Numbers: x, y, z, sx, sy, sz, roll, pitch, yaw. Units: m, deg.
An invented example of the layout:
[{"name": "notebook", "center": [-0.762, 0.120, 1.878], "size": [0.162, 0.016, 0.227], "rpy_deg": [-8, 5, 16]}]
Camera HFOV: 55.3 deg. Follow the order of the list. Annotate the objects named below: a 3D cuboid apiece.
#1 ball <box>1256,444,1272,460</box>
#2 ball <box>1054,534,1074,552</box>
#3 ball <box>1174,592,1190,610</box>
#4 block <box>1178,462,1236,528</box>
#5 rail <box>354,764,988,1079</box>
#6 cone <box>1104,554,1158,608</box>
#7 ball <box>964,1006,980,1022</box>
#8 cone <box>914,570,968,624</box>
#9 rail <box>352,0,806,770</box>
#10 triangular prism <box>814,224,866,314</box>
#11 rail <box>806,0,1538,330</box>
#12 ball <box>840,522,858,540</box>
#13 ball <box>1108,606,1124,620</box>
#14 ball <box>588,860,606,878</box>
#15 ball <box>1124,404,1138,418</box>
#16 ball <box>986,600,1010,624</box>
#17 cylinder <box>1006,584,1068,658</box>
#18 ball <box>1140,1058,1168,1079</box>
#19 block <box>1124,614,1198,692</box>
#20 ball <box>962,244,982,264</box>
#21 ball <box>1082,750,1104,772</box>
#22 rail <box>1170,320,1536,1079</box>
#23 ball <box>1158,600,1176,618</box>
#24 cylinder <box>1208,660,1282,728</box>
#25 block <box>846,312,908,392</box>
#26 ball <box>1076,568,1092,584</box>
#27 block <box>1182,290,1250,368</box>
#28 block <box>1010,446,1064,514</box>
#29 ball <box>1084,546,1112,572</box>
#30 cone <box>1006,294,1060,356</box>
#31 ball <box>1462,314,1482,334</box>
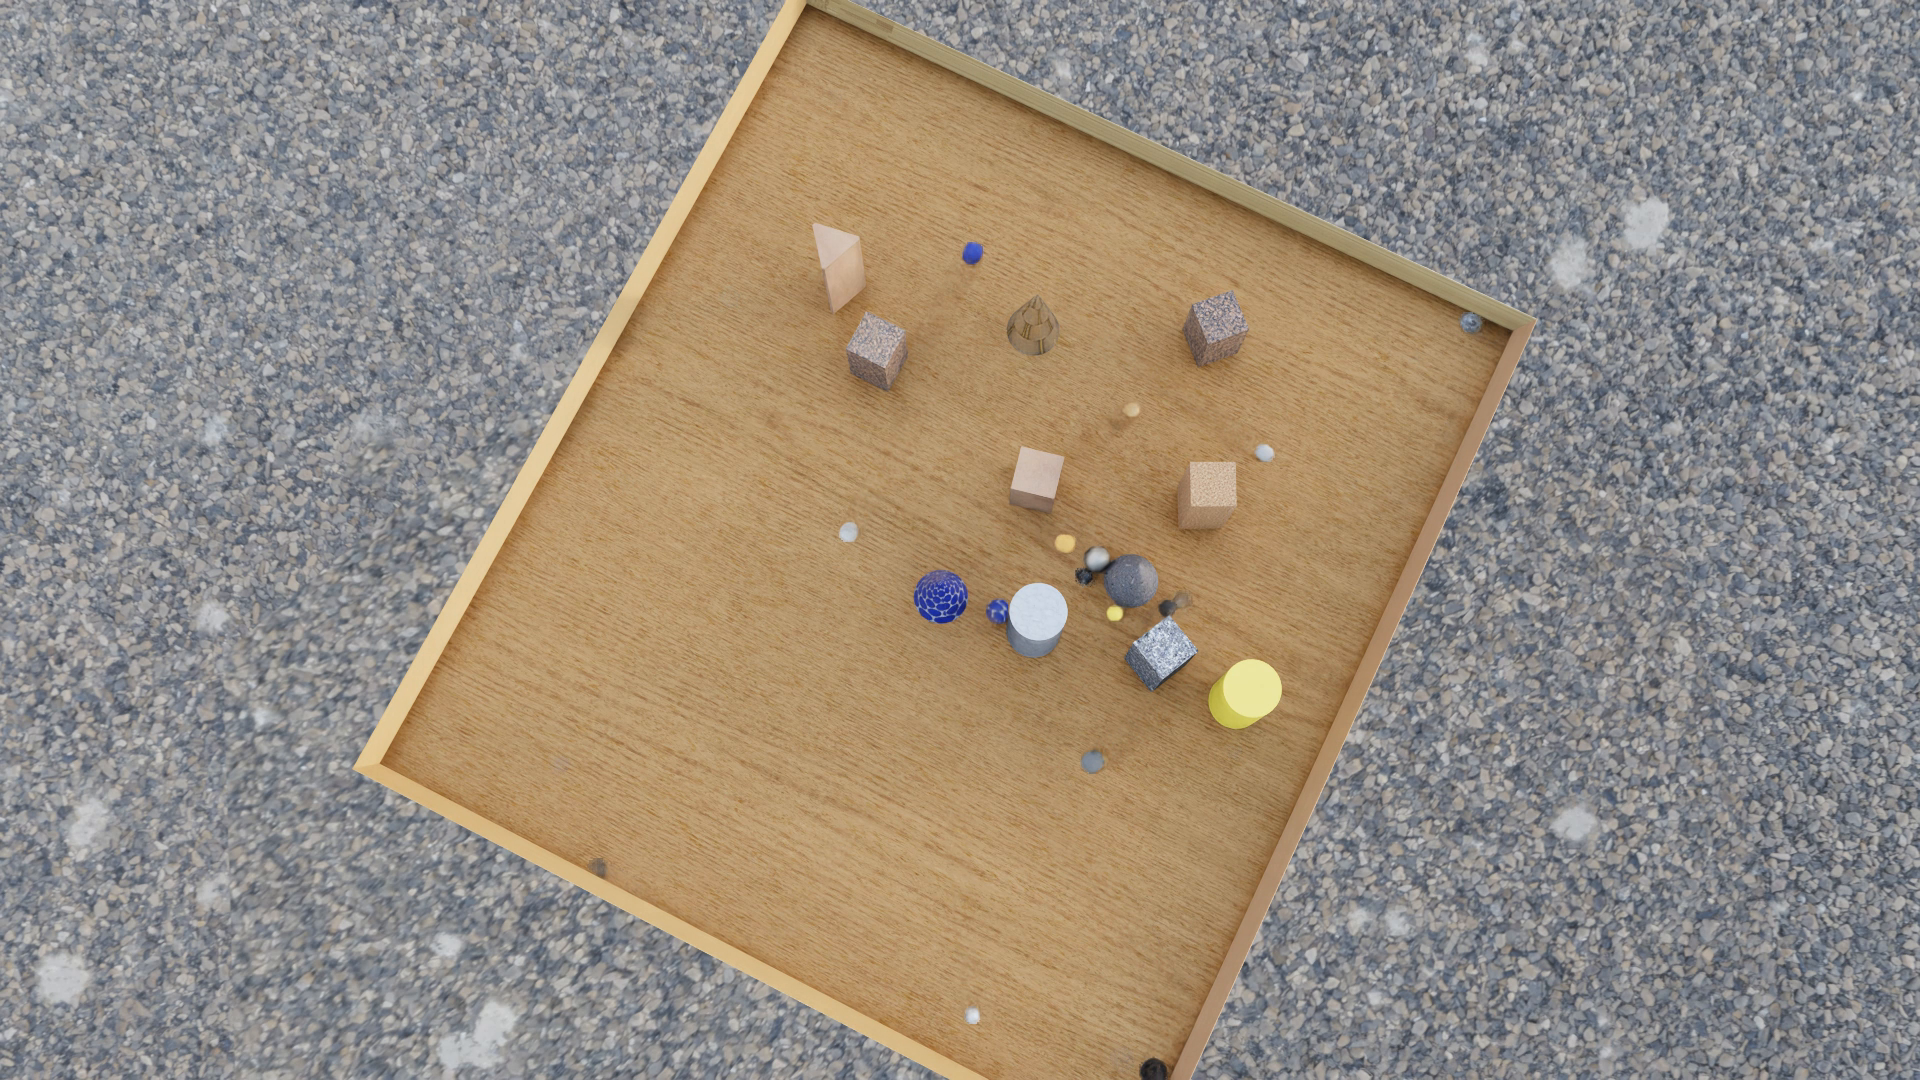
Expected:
[{"name": "ball", "center": [0.936, -0.269, 5.645], "size": [0.052, 0.052, 0.052], "rpy_deg": [0, 78, 0]}, {"name": "ball", "center": [0.318, 0.009, 5.584], "size": [0.059, 0.059, 0.059], "rpy_deg": [0, 78, 0]}, {"name": "ball", "center": [0.673, 0.184, 5.551], "size": [0.052, 0.052, 0.052], "rpy_deg": [0, 78, 0]}, {"name": "block", "center": [0.737, -0.131, 5.482], "size": [0.133, 0.315, 0.133], "rpy_deg": [0, 78, 0]}, {"name": "rail", "center": [-0.621, 1.223, 5.308], "size": [2.568, 0.108, 0.045], "rpy_deg": [26, 80, 5]}, {"name": "cone", "center": [0.522, 0.098, 5.461], "size": [0.166, 0.263, 0.166], "rpy_deg": [0, 78, 0]}, {"name": "ball", "center": [0.035, 1.374, 5.310], "size": [0.044, 0.044, 0.044], "rpy_deg": [0, 78, 0]}, {"name": "cone", "center": [-0.058, 0.146, 5.454], "size": [0.166, 0.257, 0.166], "rpy_deg": [0, 78, 0]}, {"name": "rail", "center": [-1.127, -0.546, 5.673], "size": [0.045, 0.108, 2.827], "rpy_deg": [26, 80, 5]}, {"name": "triangular prism", "center": [-0.390, -0.845, 5.582], "size": [0.144, 0.408, 0.124], "rpy_deg": [-42, 81, -8]}, {"name": "rail", "center": [0.621, -1.212, 5.810], "size": [2.568, 0.108, 0.045], "rpy_deg": [26, 80, 5]}, {"name": "ball", "center": [-0.339, -0.026, 5.592], "size": [0.057, 0.057, 0.057], "rpy_deg": [0, 78, 0]}, {"name": "ball", "center": [0.470, 0.221, 5.546], "size": [0.048, 0.048, 0.048], "rpy_deg": [0, 78, 0]}, {"name": "ball", "center": [-1.067, 0.970, 5.389], "size": [0.052, 0.052, 0.052], "rpy_deg": [0, 78, 0]}, {"name": "ball", "center": [0.529, -0.400, 5.675], "size": [0.047, 0.047, 0.047], "rpy_deg": [0, 78, 0]}, {"name": "ball", "center": [0.114, 0.217, 5.533], "size": [0.075, 0.075, 0.075], "rpy_deg": [0, 78, 0]}, {"name": "cylinder", "center": [0.223, 0.239, 5.387], "size": [0.166, 0.351, 0.166], "rpy_deg": [0, 78, 0]}, {"name": "ball", "center": [0.557, 1.527, 5.262], "size": [0.076, 0.076, 0.076], "rpy_deg": [0, 78, 0]}, {"name": "block", "center": [0.588, 0.337, 5.388], "size": [0.133, 0.310, 0.133], "rpy_deg": [-37, 81, -7]}, {"name": "ball", "center": [0.037, -0.899, 5.770], "size": [0.062, 0.062, 0.062], "rpy_deg": [0, 78, 0]}, {"name": "ball", "center": [0.396, 0.657, 5.447], "size": [0.065, 0.065, 0.065], "rpy_deg": [0, 78, 0]}, {"name": "rail", "center": [1.127, 0.558, 5.445], "size": [0.045, 0.108, 2.827], "rpy_deg": [26, 80, 5]}, {"name": "ball", "center": [0.627, 0.209, 5.547], "size": [0.051, 0.051, 0.051], "rpy_deg": [0, 78, 0]}, {"name": "cylinder", "center": [0.830, 0.453, 5.359], "size": [0.166, 0.320, 0.166], "rpy_deg": [0, 78, 0]}, {"name": "block", "center": [-0.252, -0.574, 5.605], "size": [0.133, 0.253, 0.133], "rpy_deg": [27, 80, 5]}, {"name": "ball", "center": [0.379, 0.111, 5.568], "size": [0.049, 0.049, 0.049], "rpy_deg": [0, 78, 0]}, {"name": "block", "center": [0.783, -0.647, 5.627], "size": [0.133, 0.239, 0.133], "rpy_deg": [-20, 79, -4]}, {"name": "block", "center": [0.231, -0.179, 5.547], "size": [0.133, 0.208, 0.133], "rpy_deg": [14, 79, 3]}, {"name": "ball", "center": [0.418, 0.057, 5.562], "size": [0.083, 0.083, 0.083], "rpy_deg": [0, 78, 0]}, {"name": "cone", "center": [0.230, -0.693, 5.583], "size": [0.166, 0.344, 0.166], "rpy_deg": [0, 78, 0]}, {"name": "ball", "center": [1.598, -0.677, 5.723], "size": [0.064, 0.064, 0.064], "rpy_deg": [0, 78, 0]}]
